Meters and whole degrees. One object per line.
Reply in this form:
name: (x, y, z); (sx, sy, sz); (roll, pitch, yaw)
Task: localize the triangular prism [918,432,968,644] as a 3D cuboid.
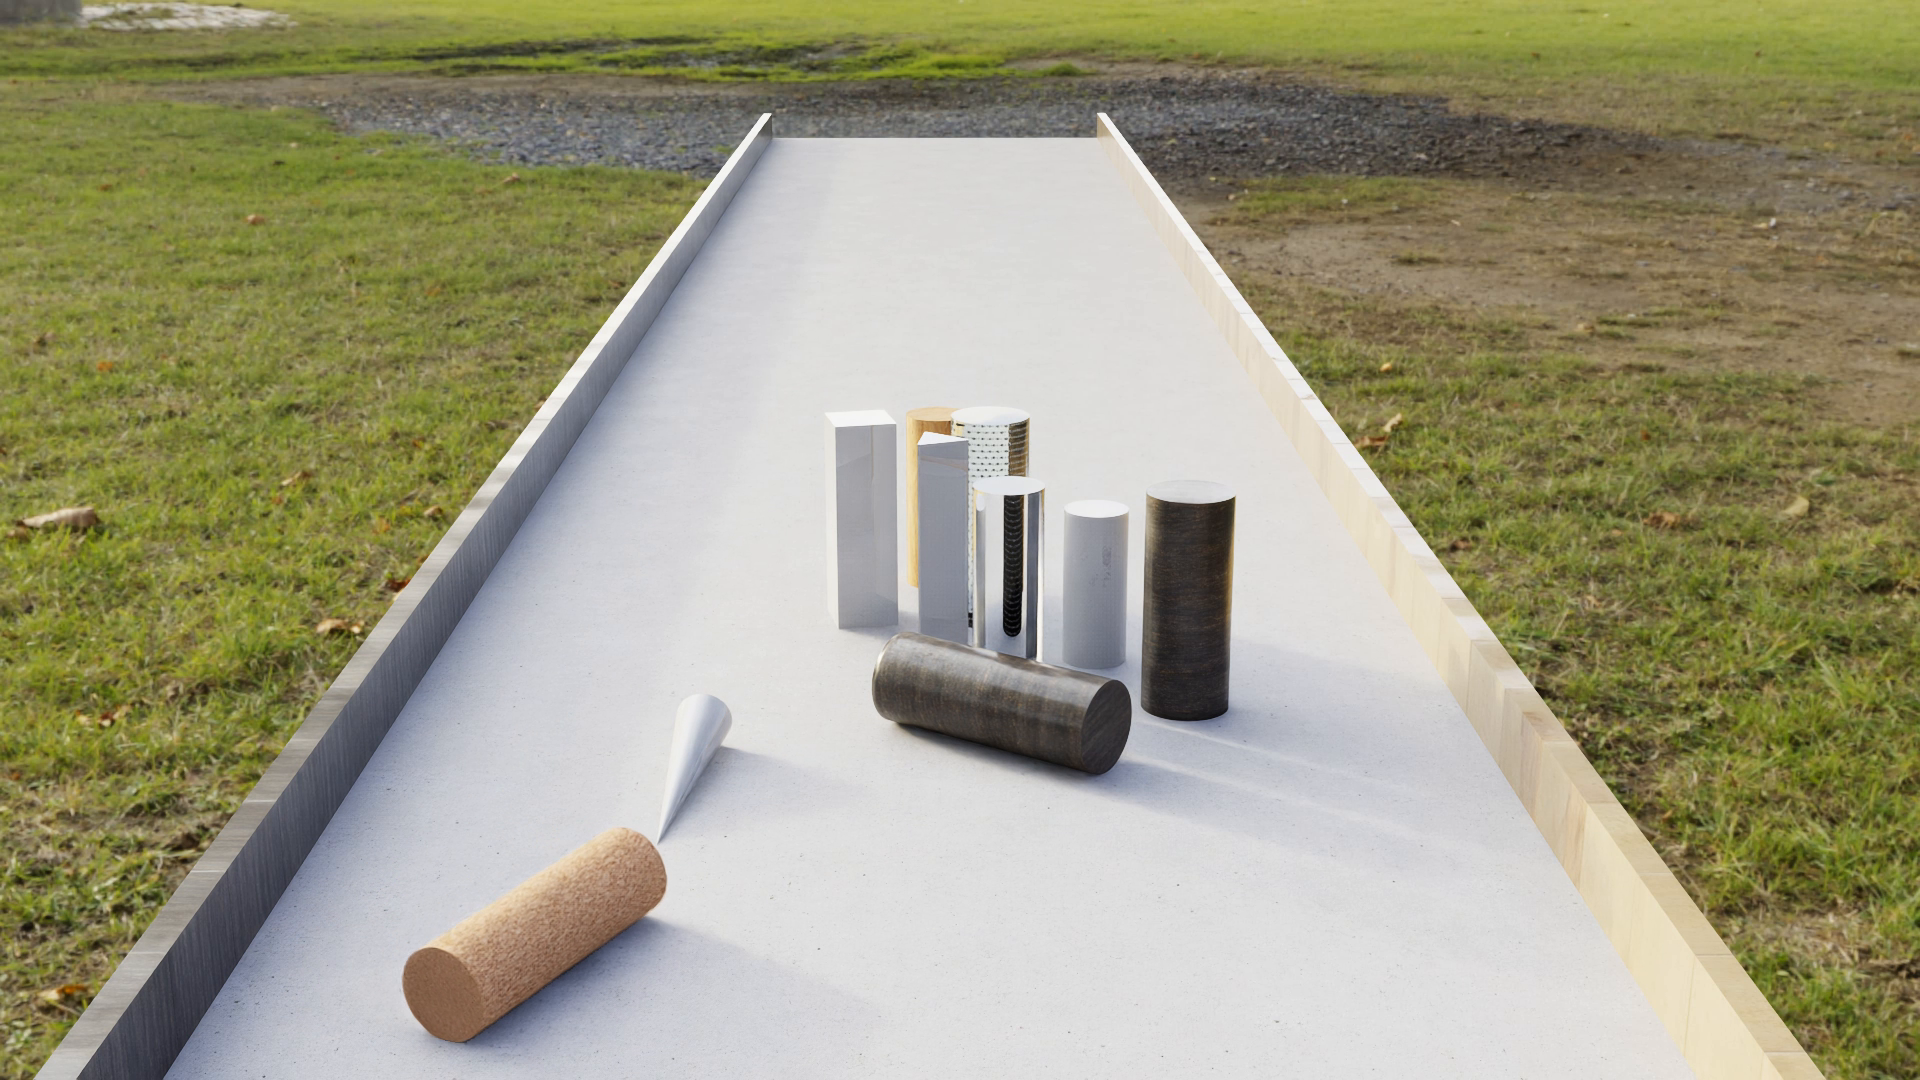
triangular prism: (-0.050, 0.010, 4.409); (0.106, 0.446, 0.092); (-7, 18, -22)

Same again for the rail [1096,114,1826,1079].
rail: (0.932, -0.844, 7.801); (0.050, 0.150, 12.000); (0, 17, -1)

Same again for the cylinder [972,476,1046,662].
cylinder: (0.090, 0.104, 4.127); (0.134, 0.428, 0.134); (0, 17, 0)

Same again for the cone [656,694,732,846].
cone: (-0.476, 0.410, 3.760); (0.102, 0.102, 0.445); (1, 23, 4)

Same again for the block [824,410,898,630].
block: (-0.207, -0.044, 4.610); (0.128, 0.435, 0.128); (-4, 17, -13)

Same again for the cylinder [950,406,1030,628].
cylinder: (0.063, -0.047, 4.614); (0.164, 0.440, 0.164); (0, 17, 0)

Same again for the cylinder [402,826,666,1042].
cylinder: (-0.596, 0.553, 3.129); (0.137, 0.137, 0.437); (8, 18, 25)

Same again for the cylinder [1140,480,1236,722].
cylinder: (0.426, 0.112, 4.112); (0.166, 0.420, 0.166); (0, 17, 0)

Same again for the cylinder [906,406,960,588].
cylinder: (-0.050, -0.092, 4.865); (0.136, 0.383, 0.136); (0, 17, 0)

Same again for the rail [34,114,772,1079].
rail: (-1.118, -0.838, 7.780); (0.050, 0.150, 12.000); (0, 17, -1)

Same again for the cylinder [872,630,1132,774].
cylinder: (0.072, 0.289, 3.956); (0.452, 0.170, 0.170); (11, 20, 34)

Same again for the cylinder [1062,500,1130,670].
cylinder: (0.269, 0.088, 4.381); (0.129, 0.313, 0.129); (0, 17, 0)
